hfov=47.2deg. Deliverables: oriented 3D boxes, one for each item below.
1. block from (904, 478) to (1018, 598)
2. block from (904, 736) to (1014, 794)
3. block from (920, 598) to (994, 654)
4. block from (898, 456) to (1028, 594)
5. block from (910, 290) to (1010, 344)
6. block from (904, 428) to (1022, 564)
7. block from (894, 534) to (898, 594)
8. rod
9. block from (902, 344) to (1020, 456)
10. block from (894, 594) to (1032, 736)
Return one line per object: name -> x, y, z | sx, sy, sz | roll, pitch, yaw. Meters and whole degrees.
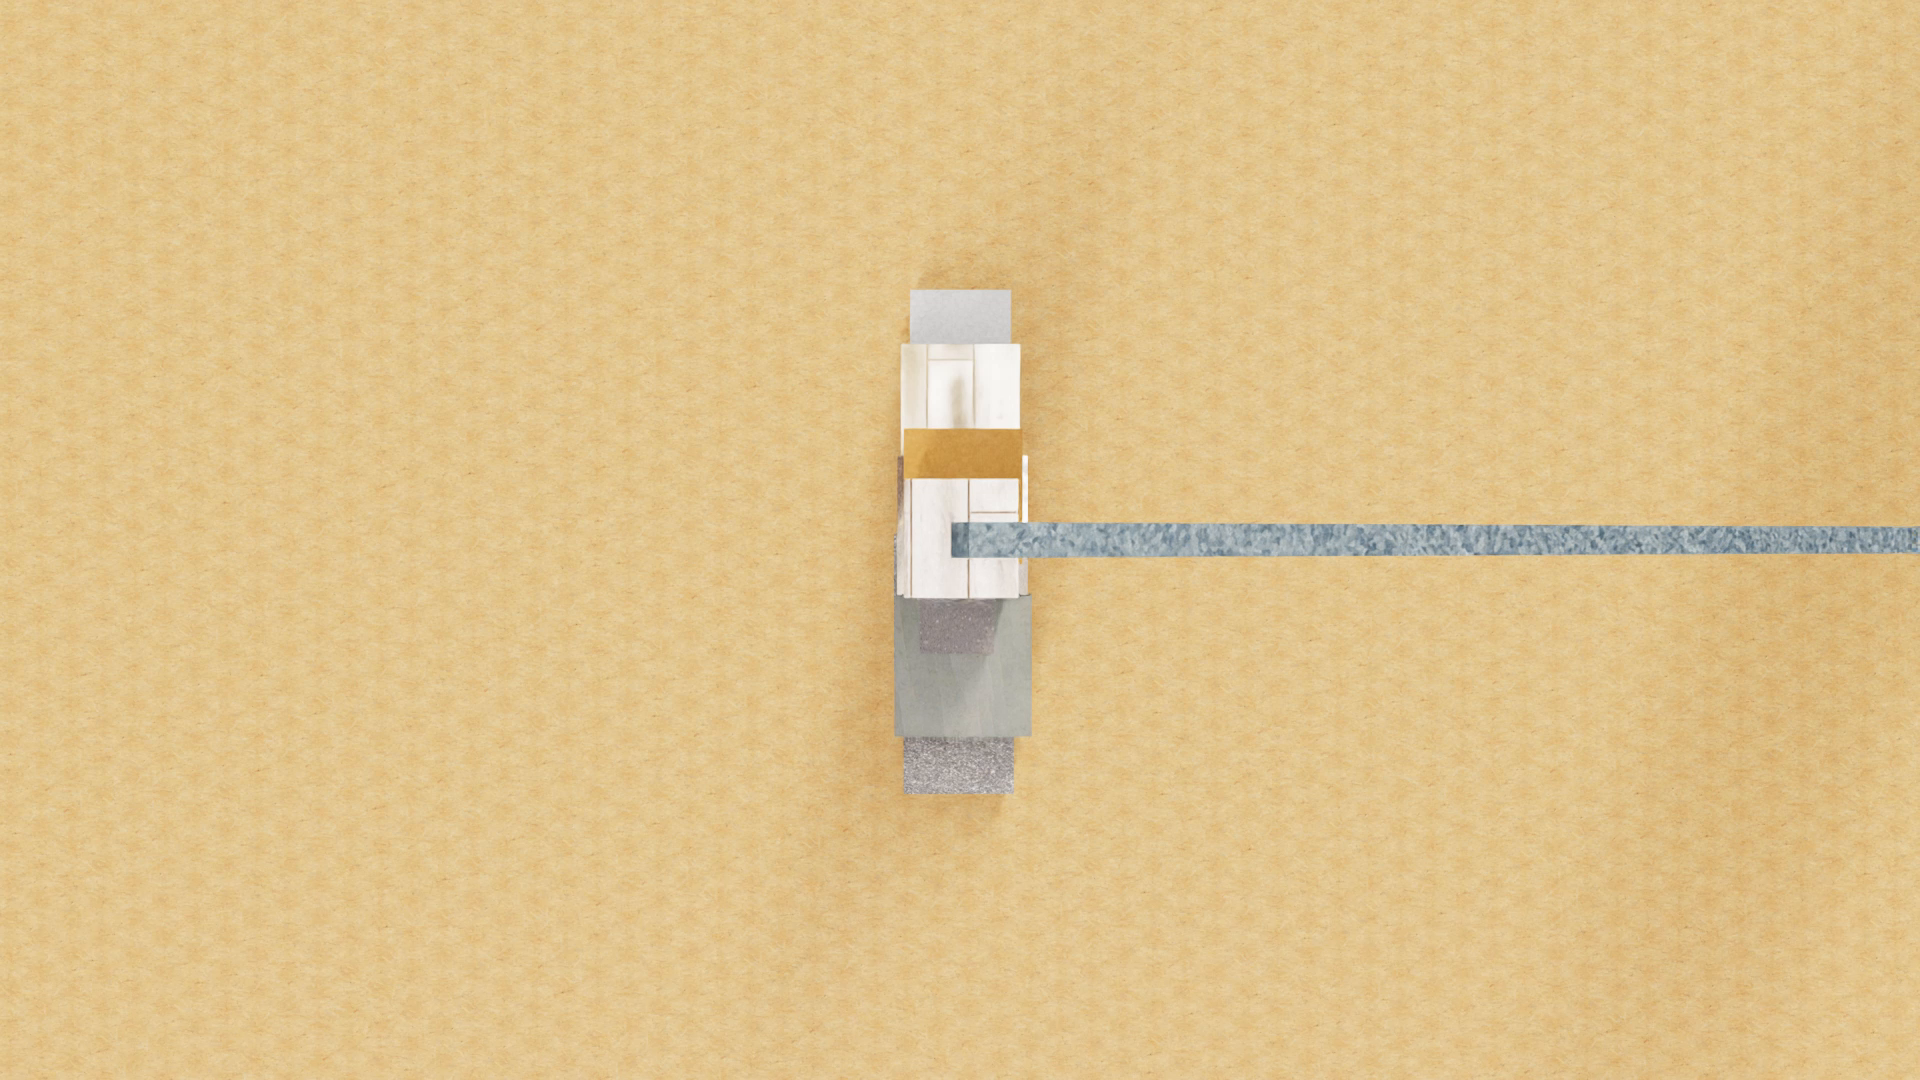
block -> 0.005, -0.007, 9.784 | 0.497, 0.490, 0.515 | 0, 90, 0
block -> -0.007, 1.080, 12.618 | 0.615, 0.763, 0.668 | 0, 90, 0
block -> -0.017, 0.355, 11.333 | 0.378, 0.368, 0.416 | 0, 95, 0
block -> 0.013, -0.076, 11.896 | 0.683, 0.767, 0.729 | 0, 90, 0
block -> 0.003, -1.101, 12.709 | 0.569, 0.583, 0.625 | 0, 90, 0
block -> 0.016, -0.216, 11.195 | 0.589, 0.636, 0.671 | 0, 90, 0
block -> -0.011, 0.352, 12.640 | 0.715, 0.721, 0.769 | 0, 90, 0
rod -> 2.234, 0.000, 6.254 | 5.200, 0.080, 0.080 | 0, 90, -31
block -> 0.005, -0.749, 12.064 | 0.640, 0.571, 0.599 | 0, 90, 0
block -> 0.017, 0.668, 11.913 | 0.722, 0.650, 0.749 | 0, 89, 0
